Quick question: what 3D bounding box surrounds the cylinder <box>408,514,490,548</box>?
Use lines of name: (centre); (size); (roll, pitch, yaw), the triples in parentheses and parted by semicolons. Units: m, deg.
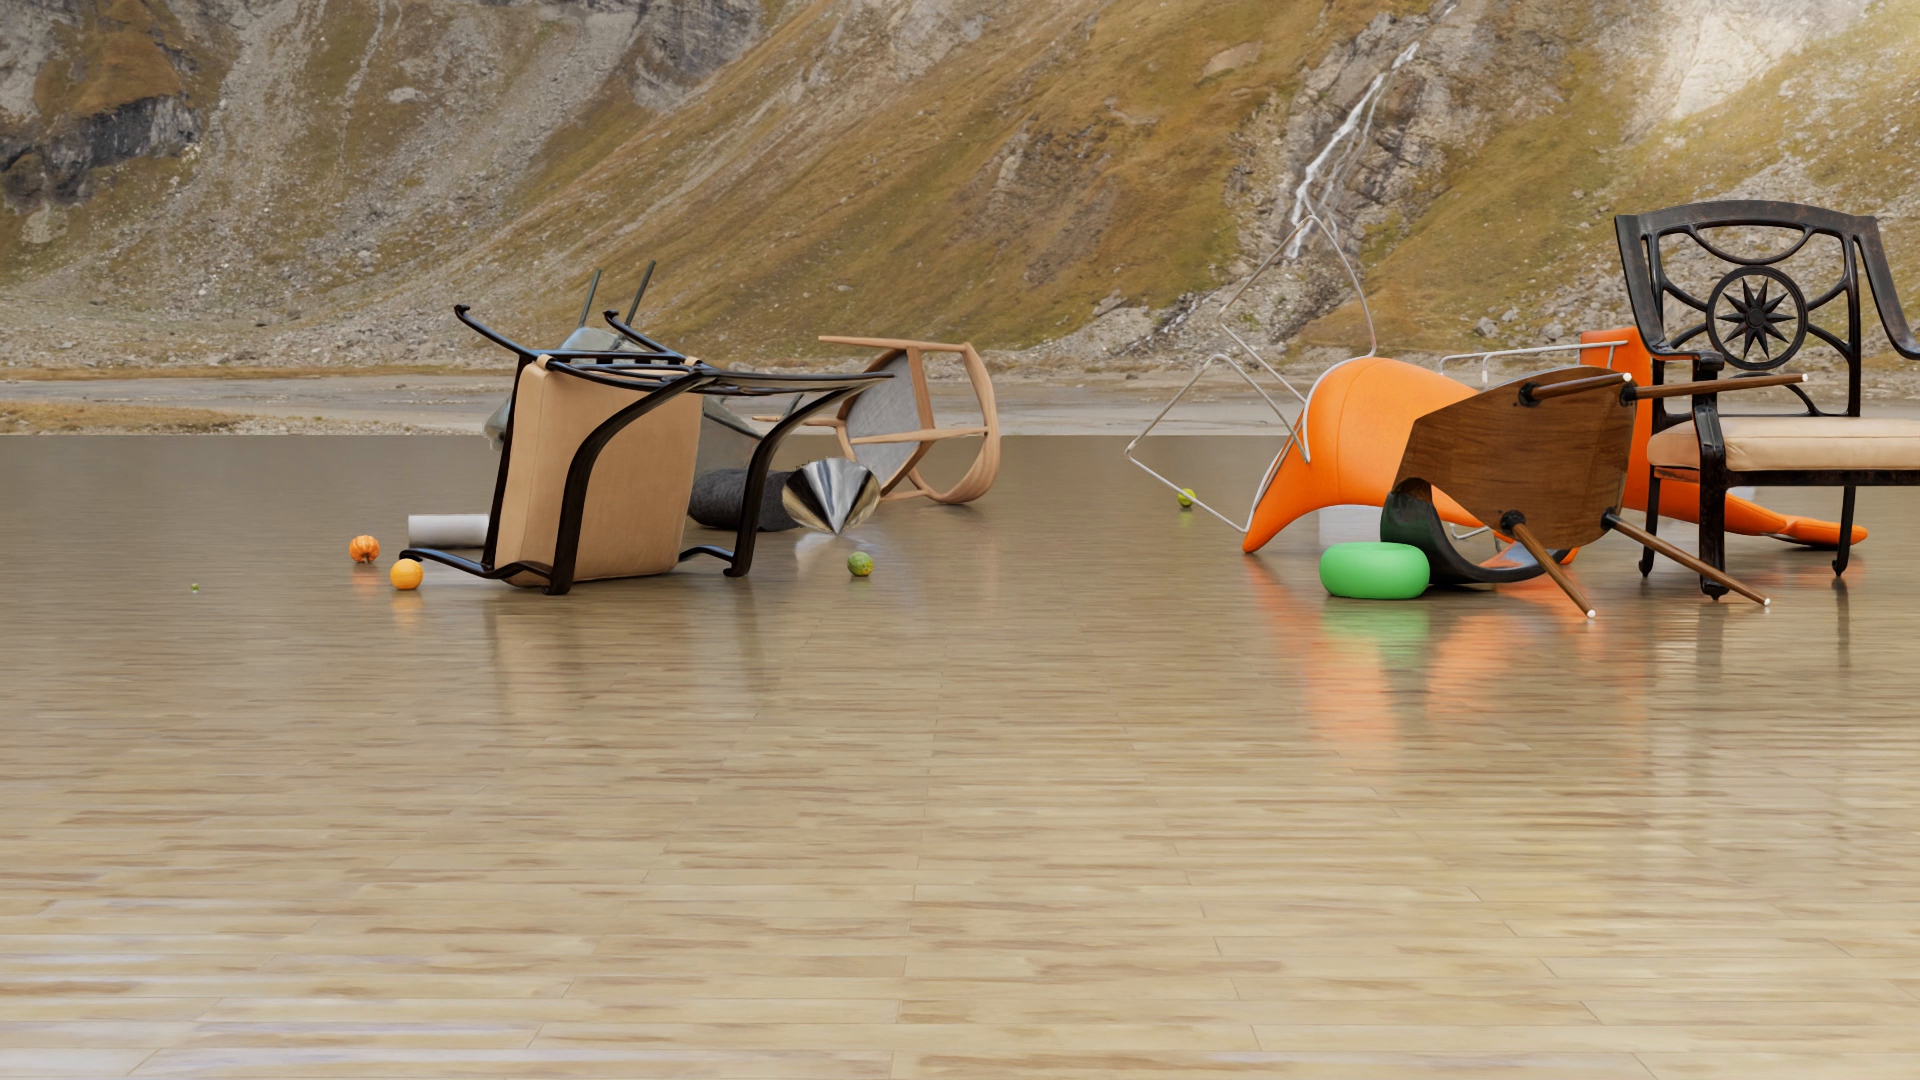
cylinder: (-1.439, -0.023, 6.191); (0.219, 0.085, 0.109); (-1, -31, -15)

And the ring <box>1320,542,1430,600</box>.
ring: (0.901, 0.067, 4.786); (0.220, 0.109, 0.282); (-3, 6, -20)

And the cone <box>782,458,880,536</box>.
cone: (-0.391, -0.078, 6.833); (0.312, 0.267, 0.234); (-6, 34, -5)

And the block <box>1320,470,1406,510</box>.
block: (1.532, -0.194, 8.366); (0.245, 0.139, 0.235); (3, 5, 34)

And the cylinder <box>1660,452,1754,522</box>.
cylinder: (2.553, -0.183, 7.520); (0.278, 0.228, 0.141); (14, 4, 1)

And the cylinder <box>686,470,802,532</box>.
cylinder: (-0.661, -0.129, 7.065); (0.304, 0.186, 0.320); (4, 10, 44)
